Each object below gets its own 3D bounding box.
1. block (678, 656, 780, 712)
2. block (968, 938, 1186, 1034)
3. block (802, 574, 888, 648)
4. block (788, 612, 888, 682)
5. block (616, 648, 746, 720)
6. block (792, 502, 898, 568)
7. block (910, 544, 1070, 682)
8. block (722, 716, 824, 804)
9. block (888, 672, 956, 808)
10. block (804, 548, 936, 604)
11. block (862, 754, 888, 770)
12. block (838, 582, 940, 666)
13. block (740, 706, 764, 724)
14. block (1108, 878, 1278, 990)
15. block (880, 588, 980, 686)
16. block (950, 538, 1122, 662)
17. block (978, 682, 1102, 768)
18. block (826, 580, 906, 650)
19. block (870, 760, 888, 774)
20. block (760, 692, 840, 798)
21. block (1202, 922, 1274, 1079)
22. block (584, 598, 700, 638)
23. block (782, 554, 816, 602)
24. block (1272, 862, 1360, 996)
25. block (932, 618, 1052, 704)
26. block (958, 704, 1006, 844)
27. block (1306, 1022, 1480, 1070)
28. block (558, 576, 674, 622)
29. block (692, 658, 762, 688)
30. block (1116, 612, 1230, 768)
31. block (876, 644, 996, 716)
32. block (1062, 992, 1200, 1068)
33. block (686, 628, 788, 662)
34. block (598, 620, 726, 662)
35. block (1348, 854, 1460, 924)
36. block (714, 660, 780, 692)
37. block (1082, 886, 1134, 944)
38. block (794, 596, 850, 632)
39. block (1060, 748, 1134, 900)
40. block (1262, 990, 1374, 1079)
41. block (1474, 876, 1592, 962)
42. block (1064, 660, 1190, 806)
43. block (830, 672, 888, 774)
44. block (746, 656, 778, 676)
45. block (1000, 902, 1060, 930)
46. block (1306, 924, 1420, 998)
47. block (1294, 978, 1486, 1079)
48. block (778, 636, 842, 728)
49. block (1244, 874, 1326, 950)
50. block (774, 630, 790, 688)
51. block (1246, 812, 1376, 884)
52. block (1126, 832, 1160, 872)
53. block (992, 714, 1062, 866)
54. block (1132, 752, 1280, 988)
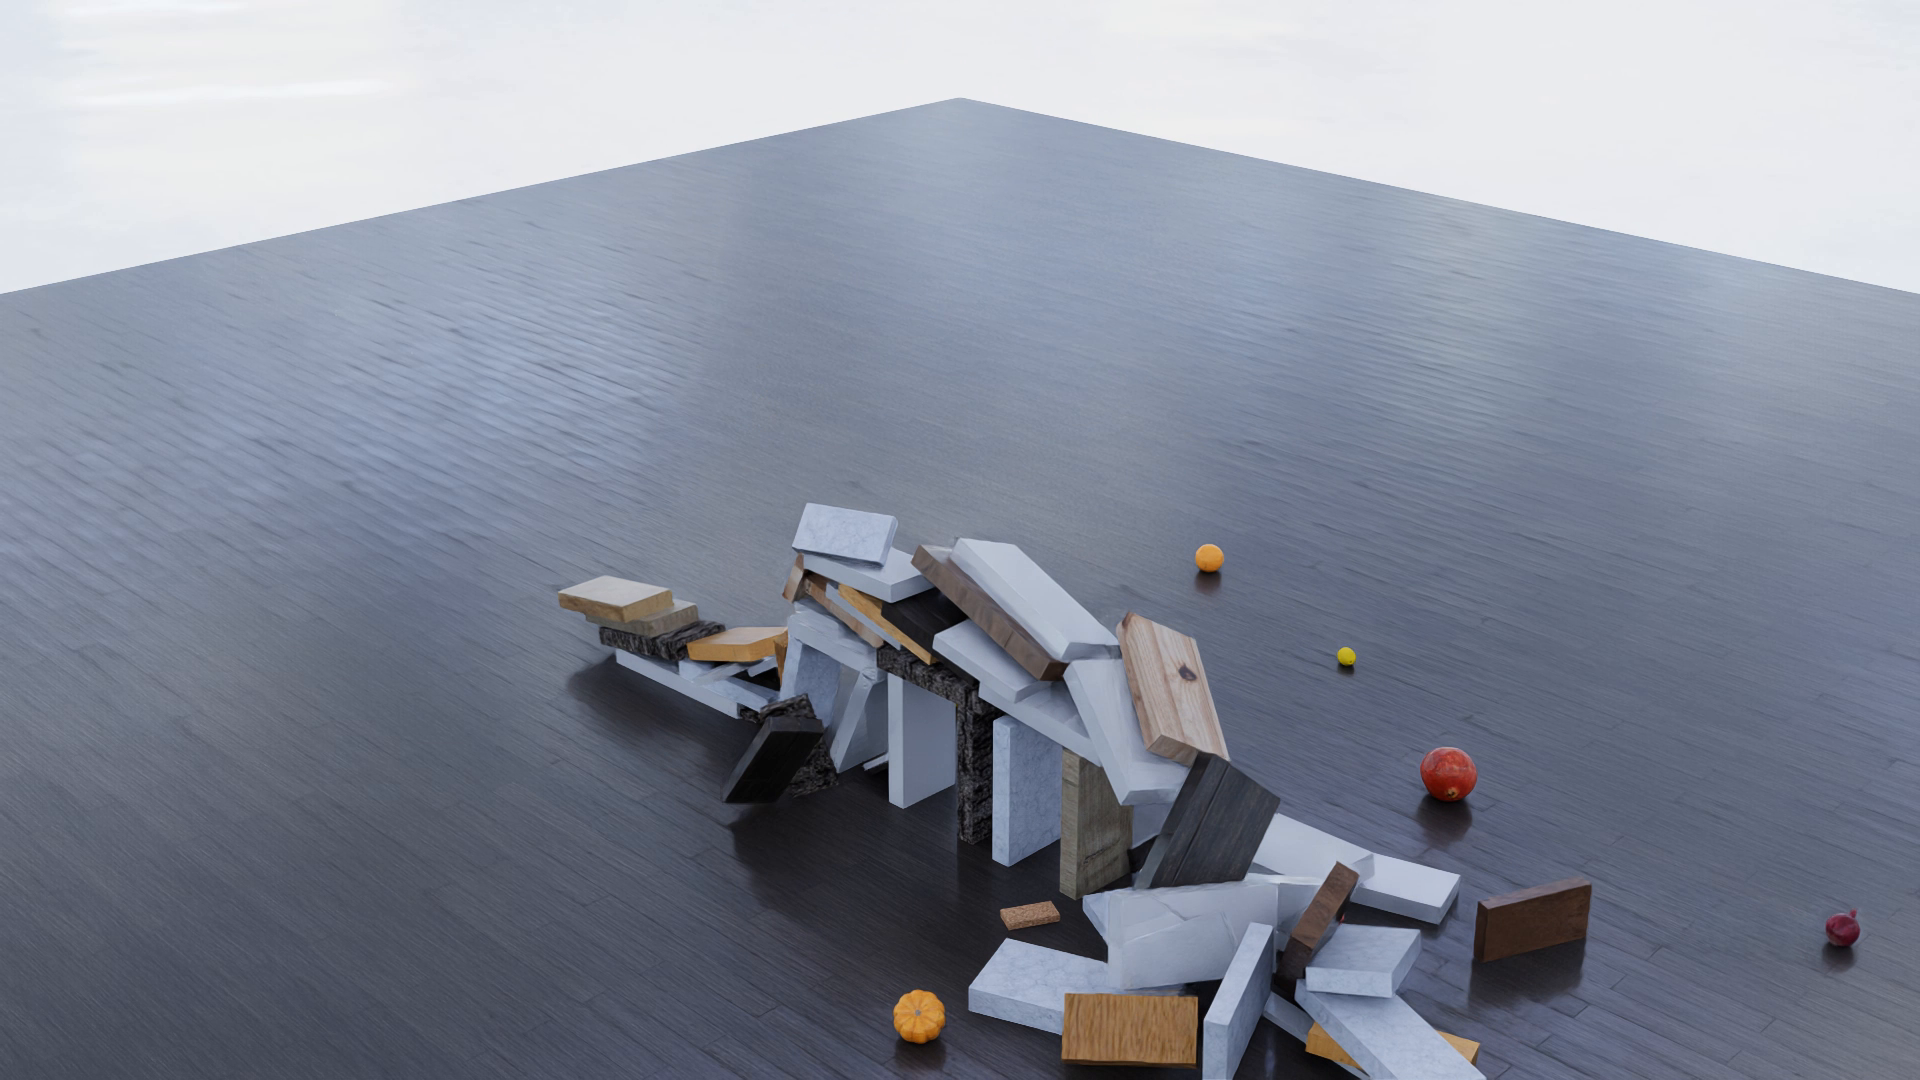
[{"bbox_3d":[-0.474,0.303,4.889,0.289,0.041,0.144,20,30,38],"label":"block"},{"bbox_3d":[0.203,0.794,3.828,0.338,0.048,0.169,10,25,22],"label":"block"},{"bbox_3d":[-0.198,0.137,4.517,0.113,0.032,0.252,-20,44,-40],"label":"block"},{"bbox_3d":[-0.215,0.204,4.540,0.137,0.039,0.274,-21,33,-41],"label":"block"},{"bbox_3d":[-0.593,0.299,5.003,0.415,0.041,0.144,20,30,39],"label":"block"},{"bbox_3d":[-0.232,-0.011,4.420,0.200,0.100,0.028,9,-19,25],"label":"block"},{"bbox_3d":[0.084,0.140,4.243,0.152,0.043,0.402,5,29,-48],"label":"block"},{"bbox_3d":[-0.374,0.441,4.377,0.112,0.278,0.032,4,52,-27],"label":"block"},{"bbox_3d":[-0.077,0.384,4.475,0.148,0.297,0.042,-21,31,-41],"label":"block"},{"bbox_3d":[-0.177,0.055,4.431,0.135,0.038,0.271,-20,28,-39],"label":"block"},{"bbox_3d":[-0.159,0.457,4.596,0.048,0.014,0.095,-21,-5,-37],"label":"block"},{"bbox_3d":[-0.102,0.143,4.403,0.135,0.038,0.279,-20,43,-39],"label":"block"},{"bbox_3d":[-0.410,0.382,4.811,0.138,0.020,0.069,10,24,42],"label":"block"},{"bbox_3d":[0.407,0.685,3.831,0.319,0.159,0.045,0,3,-27],"label":"block"},{"bbox_3d":[-0.014,0.180,4.298,0.135,0.038,0.271,-20,43,-39],"label":"block"},{"bbox_3d":[0.147,0.118,4.248,0.159,0.045,0.361,7,27,-45],"label":"block"},{"bbox_3d":[0.199,0.315,4.144,0.304,0.043,0.152,28,35,34],"label":"block"},{"bbox_3d":[-0.155,0.138,4.463,0.113,0.032,0.226,-21,44,-40],"label":"block"},{"bbox_3d":[-0.144,0.464,4.580,0.048,0.014,0.095,-21,-5,-41],"label":"block"},{"bbox_3d":[-0.327,0.420,4.486,0.100,0.200,0.028,-18,16,5],"label":"block"},{"bbox_3d":[0.469,0.786,3.705,0.040,0.143,0.285,9,28,20],"label":"block"},{"bbox_3d":[-0.740,0.169,5.097,0.136,0.039,0.272,-21,20,-38],"label":"block"},{"bbox_3d":[-0.296,0.033,4.561,0.028,0.200,0.100,37,31,23],"label":"block"},{"bbox_3d":[0.608,0.669,3.763,0.043,0.304,0.152,31,69,16],"label":"block"},{"bbox_3d":[0.062,0.228,4.180,0.215,0.030,0.108,33,38,32],"label":"block"},{"bbox_3d":[0.062,0.439,4.346,0.148,0.297,0.042,-21,31,-40],"label":"block"},{"bbox_3d":[0.724,0.849,3.682,0.259,0.037,0.130,13,21,23],"label":"block"},{"bbox_3d":[-0.801,0.135,5.104,0.136,0.039,0.272,-21,20,-39],"label":"block"},{"bbox_3d":[-0.504,0.282,4.774,0.142,0.020,0.071,-23,7,-42],"label":"block"},{"bbox_3d":[0.391,0.283,4.069,0.159,0.045,0.319,23,34,-26],"label":"block"},{"bbox_3d":[-0.009,0.255,4.345,0.148,0.042,0.297,-21,31,-41],"label":"block"},{"bbox_3d":[0.286,0.820,3.678,0.224,0.032,0.112,-1,63,12],"label":"block"},{"bbox_3d":[-0.476,0.229,4.844,0.136,0.039,0.272,-17,8,-34],"label":"block"},{"bbox_3d":[-0.683,0.217,5.047,0.289,0.041,0.144,8,22,44],"label":"block"},{"bbox_3d":[0.804,0.651,4.180,0.259,0.037,0.130,12,26,26],"label":"block"},{"bbox_3d":[-0.439,0.291,4.839,0.202,0.020,0.071,15,27,31],"label":"block"},{"bbox_3d":[0.315,0.713,4.042,0.108,0.030,0.215,-7,24,-17],"label":"block"},{"bbox_3d":[-0.274,0.149,4.583,0.069,0.020,0.138,-21,33,-41],"label":"block"},{"bbox_3d":[0.260,0.515,4.158,0.152,0.304,0.043,-20,30,-38],"label":"block"},{"bbox_3d":[0.827,0.953,3.497,0.050,0.014,0.977,-17,28,-35],"label":"block"},{"bbox_3d":[1.040,0.688,3.994,0.224,0.112,0.032,-9,23,-20],"label":"block"},{"bbox_3d":[0.313,0.348,4.022,0.152,0.043,0.304,1,46,-27],"label":"block"},{"bbox_3d":[-0.181,0.360,4.571,0.137,0.275,0.039,-21,56,-41],"label":"block"},{"bbox_3d":[-0.393,0.260,4.767,0.071,0.020,0.142,-23,0,-43],"label":"block"},{"bbox_3d":[0.131,0.699,4.095,0.100,0.014,0.050,-7,24,-16],"label":"block"},{"bbox_3d":[0.699,0.723,3.791,0.143,0.040,0.285,1,6,21],"label":"block"},{"bbox_3d":[0.706,0.823,3.637,0.143,0.040,0.349,-3,21,-23],"label":"block"},{"bbox_3d":[-0.319,0.302,4.696,0.039,0.274,0.137,33,37,31],"label":"block"},{"bbox_3d":[0.556,0.676,3.997,0.259,0.130,0.037,3,13,7],"label":"block"},{"bbox_3d":[-0.336,0.269,4.712,0.032,0.226,0.113,33,54,31],"label":"block"},{"bbox_3d":[0.611,0.600,4.215,0.169,0.048,0.337,-20,22,-31],"label":"block"},{"bbox_3d":[0.358,0.603,4.246,0.013,0.046,0.092,-1,14,43],"label":"block"},{"bbox_3d":[0.132,0.467,4.270,0.043,0.304,0.152,21,31,40],"label":"block"},{"bbox_3d":[0.419,0.583,3.904,0.169,0.377,0.048,35,-18,-21],"label":"block"}]
